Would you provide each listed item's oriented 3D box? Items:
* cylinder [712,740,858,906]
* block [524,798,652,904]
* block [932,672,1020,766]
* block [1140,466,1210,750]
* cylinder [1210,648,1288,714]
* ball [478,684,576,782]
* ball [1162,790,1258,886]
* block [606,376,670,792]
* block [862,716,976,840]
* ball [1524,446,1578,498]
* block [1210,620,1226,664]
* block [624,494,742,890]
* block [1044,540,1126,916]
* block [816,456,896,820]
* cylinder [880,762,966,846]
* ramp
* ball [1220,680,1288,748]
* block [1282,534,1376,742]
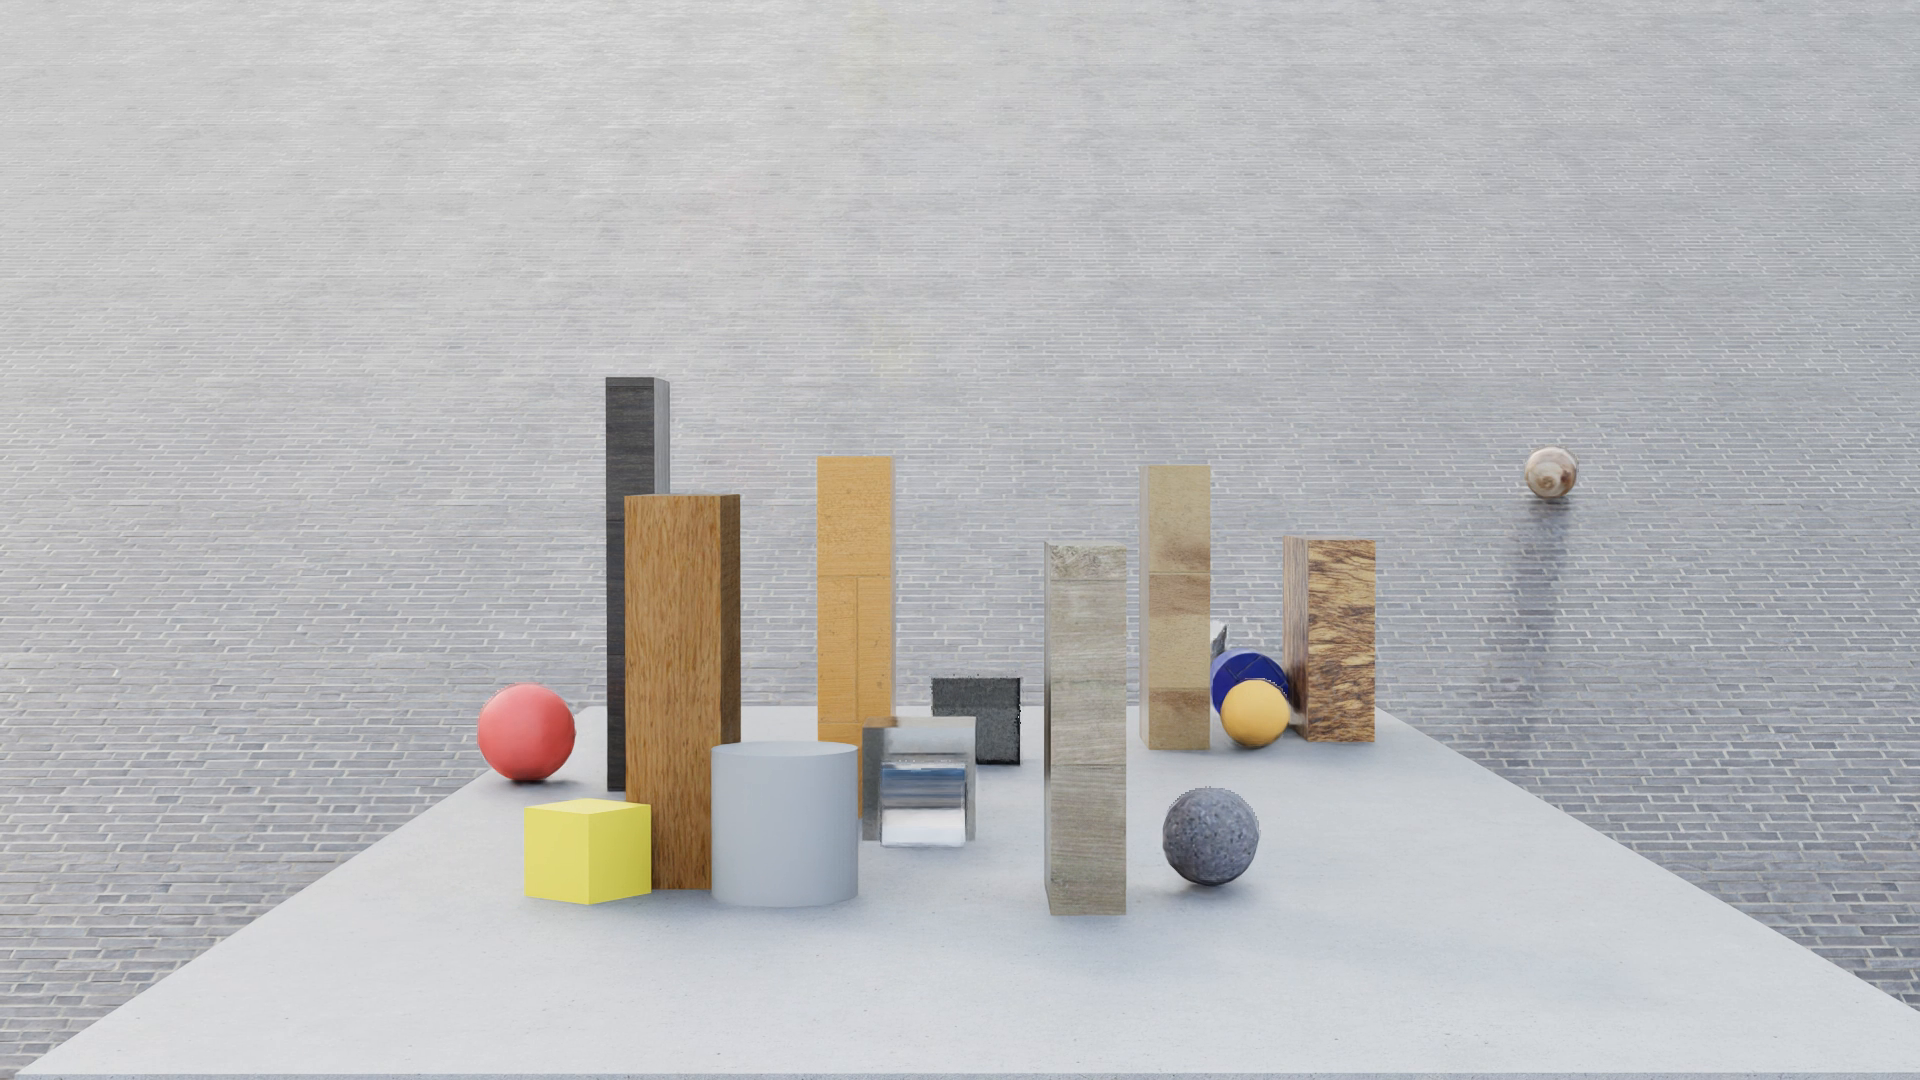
[{"bbox_3d":[-0.247,0.398,3.643,0.207,0.207,0.207,0,2,0],"label":"cylinder"},{"bbox_3d":[-0.526,0.439,3.647,0.125,0.125,0.125,1,2,36],"label":"block"},{"bbox_3d":[0.031,0.367,5.331,0.178,0.178,0.178,0,2,-2],"label":"block"},{"bbox_3d":[0.470,0.141,5.668,0.131,0.610,0.295,0,2,0],"label":"block"},{"bbox_3d":[0.670,0.347,6.043,0.179,0.179,0.179,0,2,0],"label":"cylinder"},{"bbox_3d":[-0.836,0.372,4.974,0.187,0.187,0.187,0,26,0],"label":"ball"},{"bbox_3d":[0.361,0.429,3.722,0.139,0.139,0.139,0,26,0],"label":"ball"},{"bbox_3d":[-0.614,0.080,4.940,0.091,0.774,0.261,0,2,0],"label":"block"},{"bbox_3d":[-0.066,0.393,4.275,0.183,0.183,0.183,0,2,1],"label":"block"},{"bbox_3d":[1.811,-0.206,7.901,0.160,0.160,0.160,0,26,0],"label":"ball"},{"bbox_3d":[0.639,0.288,6.920,0.117,0.117,0.117,10,27,20],"label":"block"},{"bbox_3d":[-0.410,0.214,3.854,0.136,0.563,0.342,0,2,0],"label":"block"},{"bbox_3d":[0.173,0.253,3.600,0.102,0.498,0.267,0,2,0],"label":"block"},{"bbox_3d":[-0.182,0.164,4.606,0.126,0.623,0.361,0,2,0],"label":"block"},{"bbox_3d":[-0.058,0.422,4.117,0.134,0.134,0.134,0,26,1],"label":"cylinder"},{"bbox_3d":[0.058,0.526,4.564,2.000,0.100,4.000,0,2,0],"label":"ramp"},{"bbox_3d":[0.637,0.376,5.571,0.147,0.147,0.147,0,26,0],"label":"ball"},{"bbox_3d":[0.841,0.217,5.908,0.147,0.446,0.448,0,2,0],"label":"block"}]
